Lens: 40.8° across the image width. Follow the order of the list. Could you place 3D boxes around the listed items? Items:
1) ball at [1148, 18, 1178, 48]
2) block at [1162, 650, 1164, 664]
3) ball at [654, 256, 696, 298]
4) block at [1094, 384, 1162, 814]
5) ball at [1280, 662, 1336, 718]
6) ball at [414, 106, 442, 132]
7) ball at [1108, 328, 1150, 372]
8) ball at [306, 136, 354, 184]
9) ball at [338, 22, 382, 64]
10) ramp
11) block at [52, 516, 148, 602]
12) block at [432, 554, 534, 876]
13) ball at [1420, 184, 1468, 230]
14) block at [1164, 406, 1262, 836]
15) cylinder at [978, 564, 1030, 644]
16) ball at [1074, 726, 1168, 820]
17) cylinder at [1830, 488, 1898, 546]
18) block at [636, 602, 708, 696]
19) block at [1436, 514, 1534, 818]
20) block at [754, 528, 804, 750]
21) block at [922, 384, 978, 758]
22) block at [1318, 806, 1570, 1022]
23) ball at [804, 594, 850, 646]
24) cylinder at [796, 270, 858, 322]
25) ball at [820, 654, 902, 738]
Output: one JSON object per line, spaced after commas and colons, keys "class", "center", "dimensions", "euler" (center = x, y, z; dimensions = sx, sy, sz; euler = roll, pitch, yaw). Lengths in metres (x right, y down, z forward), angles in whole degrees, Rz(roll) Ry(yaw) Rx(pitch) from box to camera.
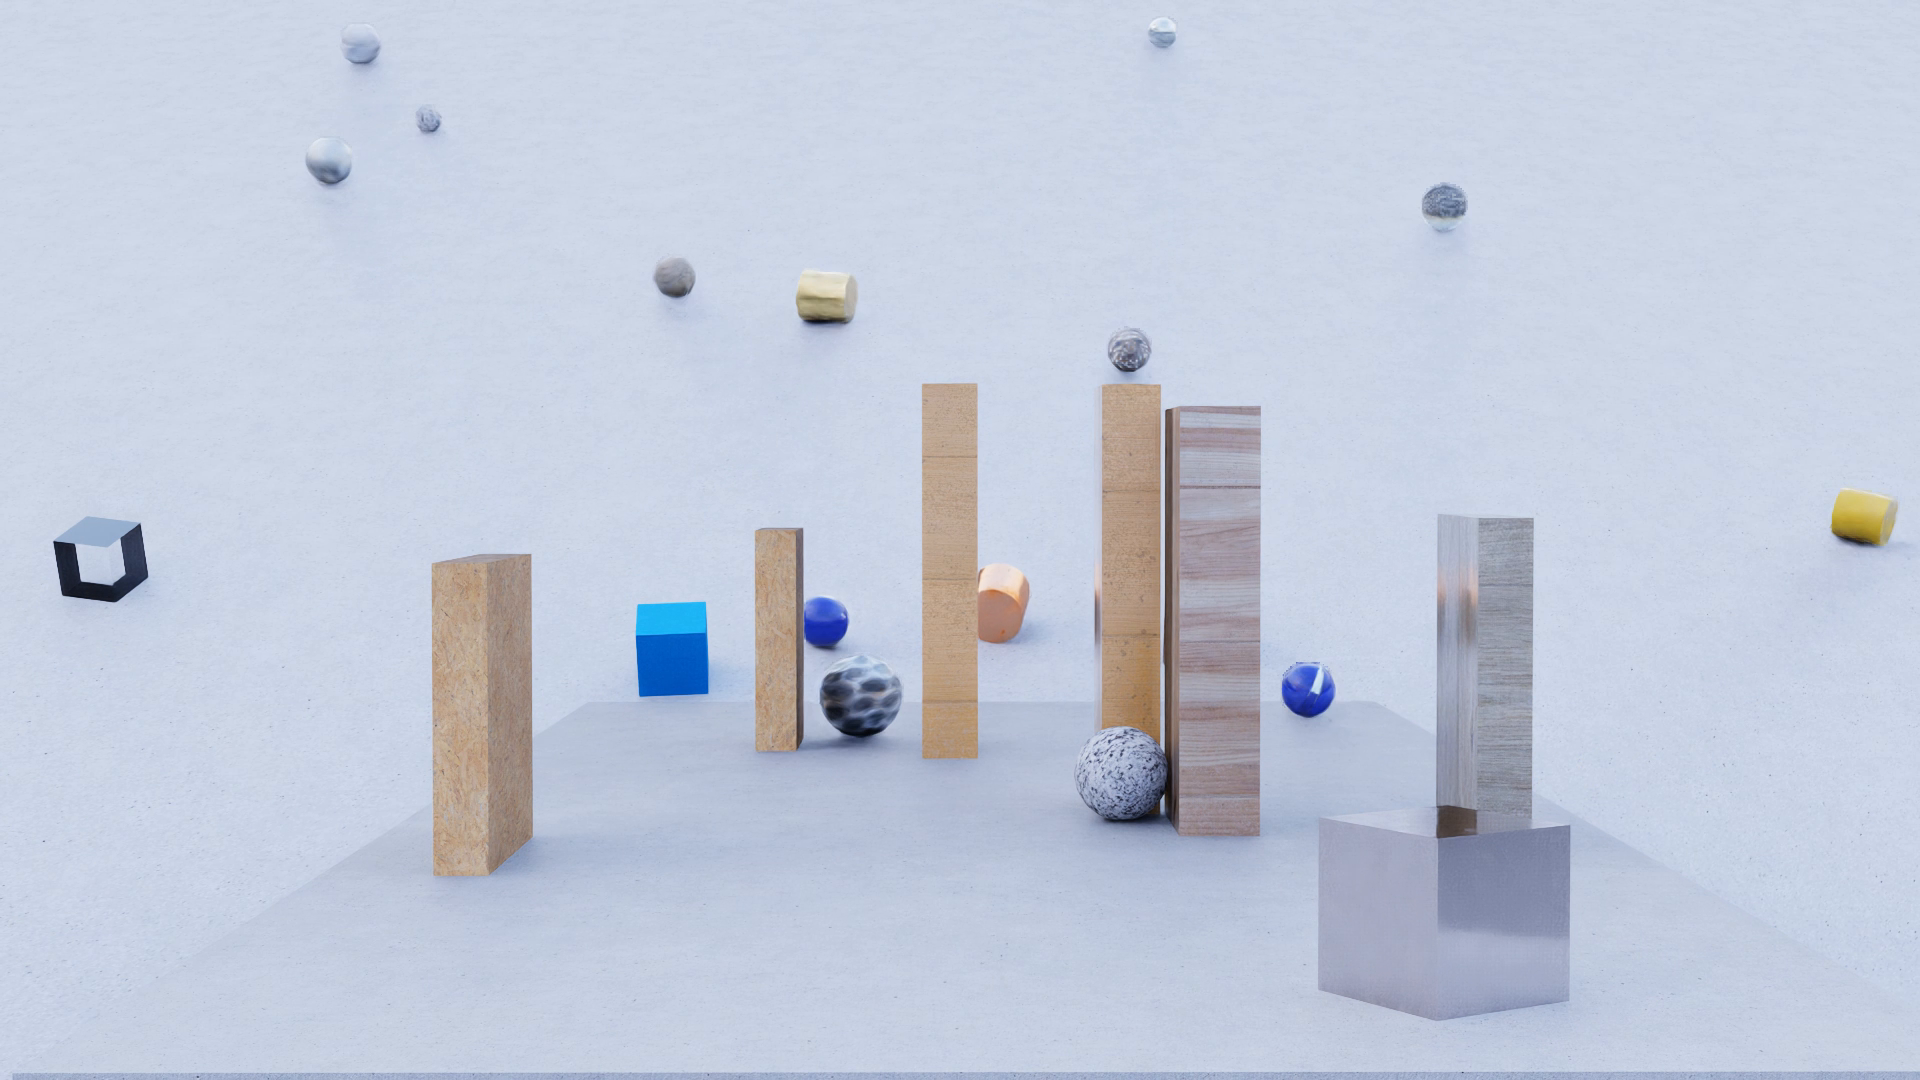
{"class": "ball", "center": [1.009, -2.528, 12.850], "dimensions": [0.148, 0.148, 0.148], "euler": [0, 25, 0]}
{"class": "block", "center": [0.658, 0.212, 6.967], "dimensions": [0.194, 0.194, 0.194], "euler": [5, 26, 10]}
{"class": "ball", "center": [-1.054, -0.973, 9.536], "dimensions": [0.154, 0.154, 0.154], "euler": [0, 25, 0]}
{"class": "block", "center": [0.295, 0.099, 4.557], "dimensions": [0.101, 0.740, 0.242], "euler": [0, 2, 0]}
{"class": "ball", "center": [0.830, 0.358, 6.147], "dimensions": [0.130, 0.130, 0.130], "euler": [0, 25, 0]}
{"class": "ball", "center": [-2.372, -1.878, 11.504], "dimensions": [0.118, 0.118, 0.118], "euler": [0, 25, 0]}
{"class": "ball", "center": [0.581, -0.652, 8.857], "dimensions": [0.150, 0.150, 0.150], "euler": [0, 25, 0]}
{"class": "ball", "center": [-2.642, -1.591, 10.801], "dimensions": [0.195, 0.195, 0.195], "euler": [0, 25, 0]}
{"class": "ball", "center": [-2.920, -2.416, 12.549], "dimensions": [0.201, 0.201, 0.201], "euler": [0, 25, 0]}
{"class": "ramp", "center": [0.057, 0.519, 4.559], "dimensions": [2.000, 0.100, 4.000], "euler": [0, 2, 0]}
{"class": "block", "center": [-2.440, 0.054, 7.328], "dimensions": [0.172, 0.172, 0.172], "euler": [7, 26, 14]}
{"class": "block", "center": [-0.733, 0.257, 3.975], "dimensions": [0.081, 0.459, 0.397], "euler": [0, 2, 0]}
{"class": "ball", "center": [1.923, -1.322, 10.246], "dimensions": [0.181, 0.181, 0.181], "euler": [0, 25, 0]}
{"class": "block", "center": [0.420, 0.128, 4.317], "dimensions": [0.131, 0.697, 0.296], "euler": [0, 2, 0]}
{"class": "cylinder", "center": [0.102, 0.173, 7.083], "dimensions": [0.165, 0.165, 0.165], "euler": [4, 25, 8]}
{"class": "ball", "center": [0.273, 0.395, 4.365], "dimensions": [0.160, 0.160, 0.160], "euler": [0, 25, 0]}
{"class": "cylinder", "center": [2.671, -0.069, 7.618], "dimensions": [0.146, 0.146, 0.146], "euler": [16, 29, 32]}
{"class": "block", "center": [-0.760, 0.288, 6.820], "dimensions": [0.181, 0.181, 0.181], "euler": [-2, 25, -4]}
{"class": "block", "center": [0.827, 0.222, 4.078], "dimensions": [0.084, 0.521, 0.334], "euler": [0, 2, 0]}
{"class": "block", "center": [-0.388, 0.208, 5.558], "dimensions": [0.087, 0.464, 0.269], "euler": [0, 2, 0]}
{"class": "block", "center": [-0.021, 0.060, 5.421], "dimensions": [0.114, 0.768, 0.294], "euler": [0, 2, 0]}
{"class": "block", "center": [0.548, 0.418, 2.924], "dimensions": [0.199, 0.199, 0.199], "euler": [-1, 2, -32]}
{"class": "ball", "center": [-0.372, 0.220, 7.013], "dimensions": [0.142, 0.142, 0.142], "euler": [0, 25, 0]}
{"class": "cylinder", "center": [-0.480, -0.880, 9.310], "dimensions": [0.178, 0.178, 0.178], "euler": [6, 26, 12]}
{"class": "ball", "center": [-0.219, 0.344, 5.703], "dimensions": [0.183, 0.183, 0.183], "euler": [0, 25, 0]}
